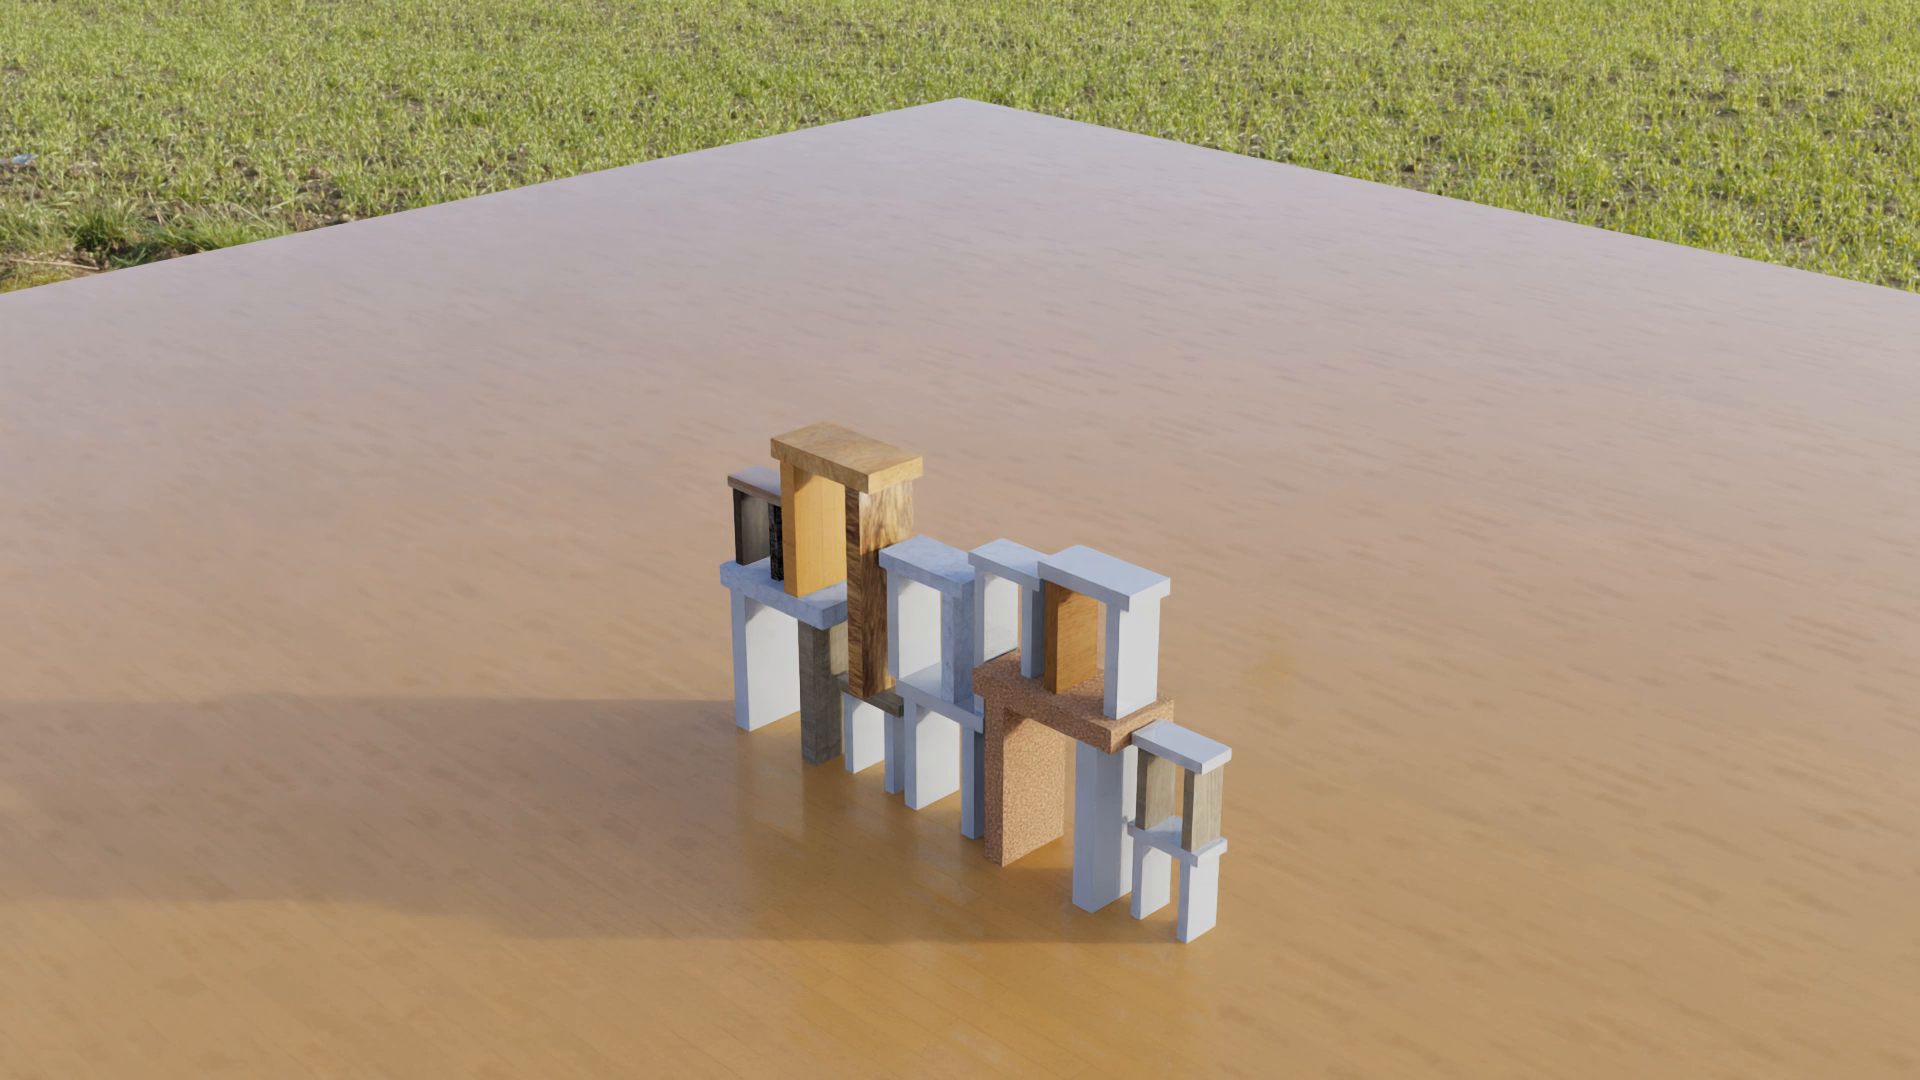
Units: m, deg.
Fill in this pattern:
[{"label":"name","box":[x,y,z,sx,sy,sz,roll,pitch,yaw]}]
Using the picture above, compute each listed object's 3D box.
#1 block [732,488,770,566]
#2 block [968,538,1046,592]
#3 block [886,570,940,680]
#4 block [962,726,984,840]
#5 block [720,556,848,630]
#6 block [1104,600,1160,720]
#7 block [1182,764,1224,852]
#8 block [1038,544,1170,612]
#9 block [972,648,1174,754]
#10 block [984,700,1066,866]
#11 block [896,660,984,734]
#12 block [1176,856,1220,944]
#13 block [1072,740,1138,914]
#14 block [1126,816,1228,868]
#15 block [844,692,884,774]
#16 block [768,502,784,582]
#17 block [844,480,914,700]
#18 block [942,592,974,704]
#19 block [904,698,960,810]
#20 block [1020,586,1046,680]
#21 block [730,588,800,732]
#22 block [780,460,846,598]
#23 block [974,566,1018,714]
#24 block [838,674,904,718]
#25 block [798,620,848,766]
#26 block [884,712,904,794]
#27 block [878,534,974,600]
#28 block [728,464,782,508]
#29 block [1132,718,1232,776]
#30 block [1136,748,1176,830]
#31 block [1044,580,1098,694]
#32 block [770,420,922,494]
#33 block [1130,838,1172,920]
[{"label":"block","box":[-0.439,-0.039,4.677,0.024,0.172,0.086,21,31,41]},{"label":"block","box":[0.113,0.046,4.126,0.184,0.026,0.092,21,31,41]},{"label":"block","box":[-0.092,0.152,4.393,0.115,0.230,0.033,-21,31,-41]},{"label":"block","box":[0.058,0.460,4.363,0.035,0.245,0.122,21,31,41]},{"label":"block","box":[-0.338,0.096,4.639,0.327,0.046,0.163,21,31,41]},{"label":"block","box":[0.311,0.204,3.975,0.031,0.221,0.111,21,31,41]},{"label":"block","box":[0.436,0.472,3.950,0.082,0.164,0.023,-21,31,-41]},{"label":"block","box":[0.259,0.068,3.974,0.221,0.031,0.111,21,31,41]},{"label":"block","box":[0.209,0.292,4.116,0.349,0.049,0.175,21,31,41]},{"label":"block","box":[0.127,0.443,4.270,0.049,0.349,0.175,21,31,41]},{"label":"block","box":[0.001,0.309,4.361,0.245,0.035,0.122,21,31,41]},{"label":"block","box":[0.436,0.646,4.023,0.024,0.167,0.084,21,31,41]},{"label":"block","box":[0.291,0.507,4.118,0.049,0.349,0.175,21,31,41]},{"label":"block","box":[0.396,0.543,4.022,0.167,0.024,0.084,21,31,41]},{"label":"block","box":[-0.200,0.389,4.608,0.026,0.184,0.092,21,31,41]},{"label":"block","box":[-0.358,-0.007,4.603,0.024,0.172,0.086,21,31,41]},{"label":"block","box":[-0.160,0.088,4.433,0.146,0.455,0.041,-21,31,-41]},{"label":"block","box":[0.017,0.194,4.293,0.033,0.230,0.115,21,31,41]},{"label":"block","box":[-0.057,0.415,4.469,0.035,0.245,0.122,21,31,41]},{"label":"block","box":[0.157,0.160,4.127,0.026,0.184,0.092,21,31,41]},{"label":"block","box":[-0.415,0.238,4.783,0.046,0.327,0.163,21,31,41]},{"label":"block","box":[-0.297,-0.040,4.528,0.041,0.292,0.146,21,31,41]},{"label":"block","box":[0.069,0.181,4.230,0.092,0.304,0.026,-21,31,-41]},{"label":"block","box":[-0.156,0.310,4.528,0.184,0.026,0.092,21,31,41]},{"label":"block","box":[-0.261,0.298,4.641,0.046,0.327,0.163,21,31,41]},{"label":"block","box":[-0.113,0.423,4.529,0.026,0.184,0.092,21,31,41]},{"label":"block","box":[-0.037,0.052,4.291,0.230,0.033,0.115,21,31,41]},{"label":"block","box":[-0.398,-0.113,4.602,0.172,0.024,0.086,21,31,41]},{"label":"block","box":[0.397,0.370,3.949,0.164,0.023,0.082,21,31,41]},{"label":"block","box":[0.359,0.441,4.021,0.023,0.164,0.082,21,31,41]},{"label":"block","box":[0.206,0.164,4.071,0.031,0.221,0.111,21,31,41]},{"label":"block","box":[-0.229,-0.167,4.400,0.146,0.041,0.292,-21,31,-41]},{"label":"block","box":[0.357,0.616,4.096,0.024,0.167,0.084,21,31,41]}]
